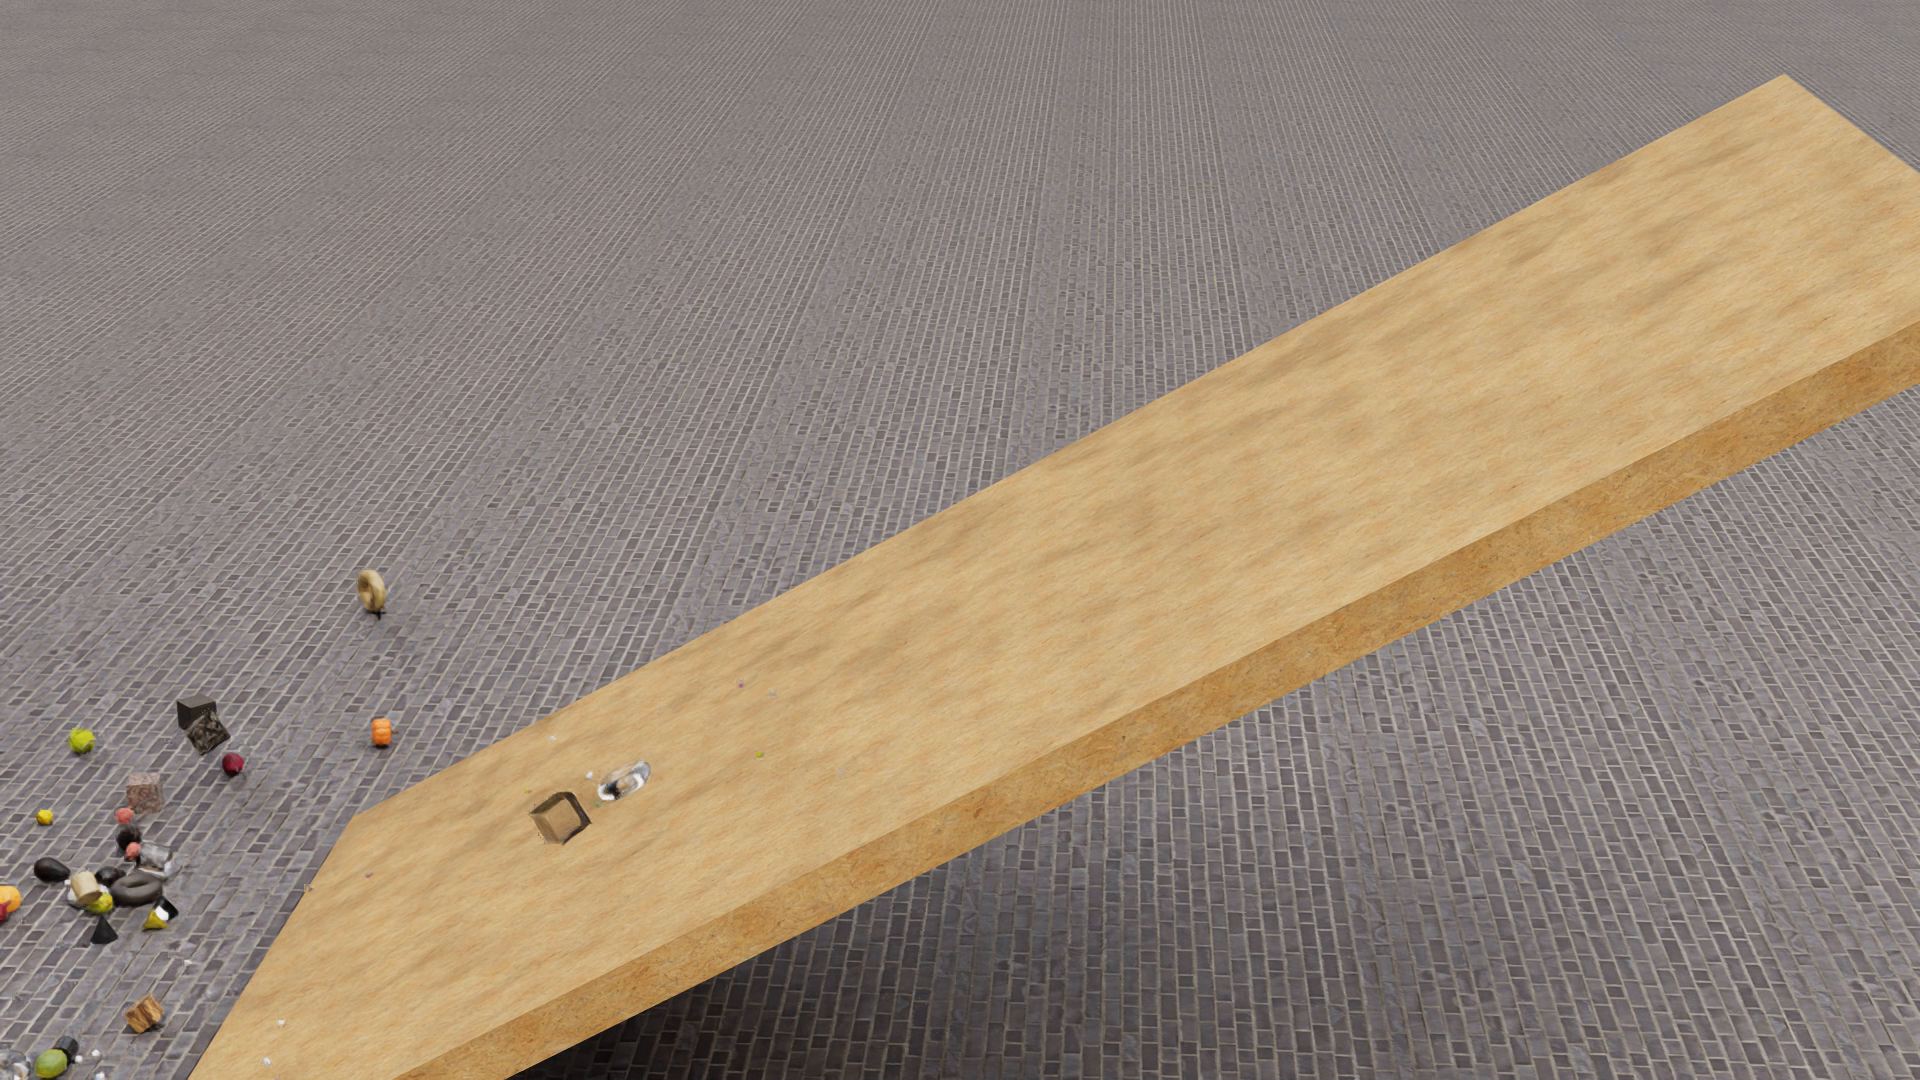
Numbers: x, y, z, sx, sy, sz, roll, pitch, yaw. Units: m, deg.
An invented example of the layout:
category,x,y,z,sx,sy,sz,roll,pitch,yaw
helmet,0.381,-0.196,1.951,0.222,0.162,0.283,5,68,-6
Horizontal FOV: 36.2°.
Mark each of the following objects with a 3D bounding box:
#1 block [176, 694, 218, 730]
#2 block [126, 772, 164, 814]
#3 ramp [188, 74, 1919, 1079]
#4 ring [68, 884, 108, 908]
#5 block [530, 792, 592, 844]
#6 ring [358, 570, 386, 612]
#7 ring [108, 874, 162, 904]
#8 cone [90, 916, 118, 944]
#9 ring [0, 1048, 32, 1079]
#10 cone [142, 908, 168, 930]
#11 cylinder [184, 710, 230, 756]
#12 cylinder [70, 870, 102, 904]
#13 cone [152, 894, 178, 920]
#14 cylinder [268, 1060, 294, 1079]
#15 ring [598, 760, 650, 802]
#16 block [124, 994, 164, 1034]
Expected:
category,x,y,z,sx,sy,sz,roll,pitch,yaw
block,-2.188,0.499,8.435,0.081,0.081,0.081,-16,24,-40
block,-2.184,0.679,7.879,0.083,0.083,0.083,-3,18,-8
ramp,0.142,0.167,6.283,4.000,0.100,2.000,-27,14,11
ring,-2.171,0.885,7.325,0.100,0.033,0.100,1,19,0
block,-0.873,0.608,6.426,0.082,0.082,0.082,-38,16,-28
ring,-1.872,0.163,9.368,0.046,0.139,0.139,-13,22,-35
ring,-2.058,0.872,7.346,0.132,0.044,0.132,-1,17,0
cone,-2.074,0.935,7.118,0.065,0.065,0.065,0,18,0
ring,-2.109,1.162,6.446,0.145,0.048,0.145,1,19,0
cone,-1.958,0.936,7.178,0.056,0.056,0.056,25,13,-15
cylinder,-2.056,0.527,8.030,0.092,0.092,0.092,-36,28,-12
cylinder,-2.140,0.852,7.199,0.059,0.059,0.059,-14,61,-36
cone,-1.969,0.921,7.212,0.072,0.072,0.072,14,50,38
cylinder,-1.368,1.080,5.915,0.050,0.050,0.050,6,13,-1
ring,-0.741,0.532,6.503,0.129,0.043,0.129,-28,16,8
block,-1.850,1.074,6.670,0.055,0.055,0.055,-32,11,16
